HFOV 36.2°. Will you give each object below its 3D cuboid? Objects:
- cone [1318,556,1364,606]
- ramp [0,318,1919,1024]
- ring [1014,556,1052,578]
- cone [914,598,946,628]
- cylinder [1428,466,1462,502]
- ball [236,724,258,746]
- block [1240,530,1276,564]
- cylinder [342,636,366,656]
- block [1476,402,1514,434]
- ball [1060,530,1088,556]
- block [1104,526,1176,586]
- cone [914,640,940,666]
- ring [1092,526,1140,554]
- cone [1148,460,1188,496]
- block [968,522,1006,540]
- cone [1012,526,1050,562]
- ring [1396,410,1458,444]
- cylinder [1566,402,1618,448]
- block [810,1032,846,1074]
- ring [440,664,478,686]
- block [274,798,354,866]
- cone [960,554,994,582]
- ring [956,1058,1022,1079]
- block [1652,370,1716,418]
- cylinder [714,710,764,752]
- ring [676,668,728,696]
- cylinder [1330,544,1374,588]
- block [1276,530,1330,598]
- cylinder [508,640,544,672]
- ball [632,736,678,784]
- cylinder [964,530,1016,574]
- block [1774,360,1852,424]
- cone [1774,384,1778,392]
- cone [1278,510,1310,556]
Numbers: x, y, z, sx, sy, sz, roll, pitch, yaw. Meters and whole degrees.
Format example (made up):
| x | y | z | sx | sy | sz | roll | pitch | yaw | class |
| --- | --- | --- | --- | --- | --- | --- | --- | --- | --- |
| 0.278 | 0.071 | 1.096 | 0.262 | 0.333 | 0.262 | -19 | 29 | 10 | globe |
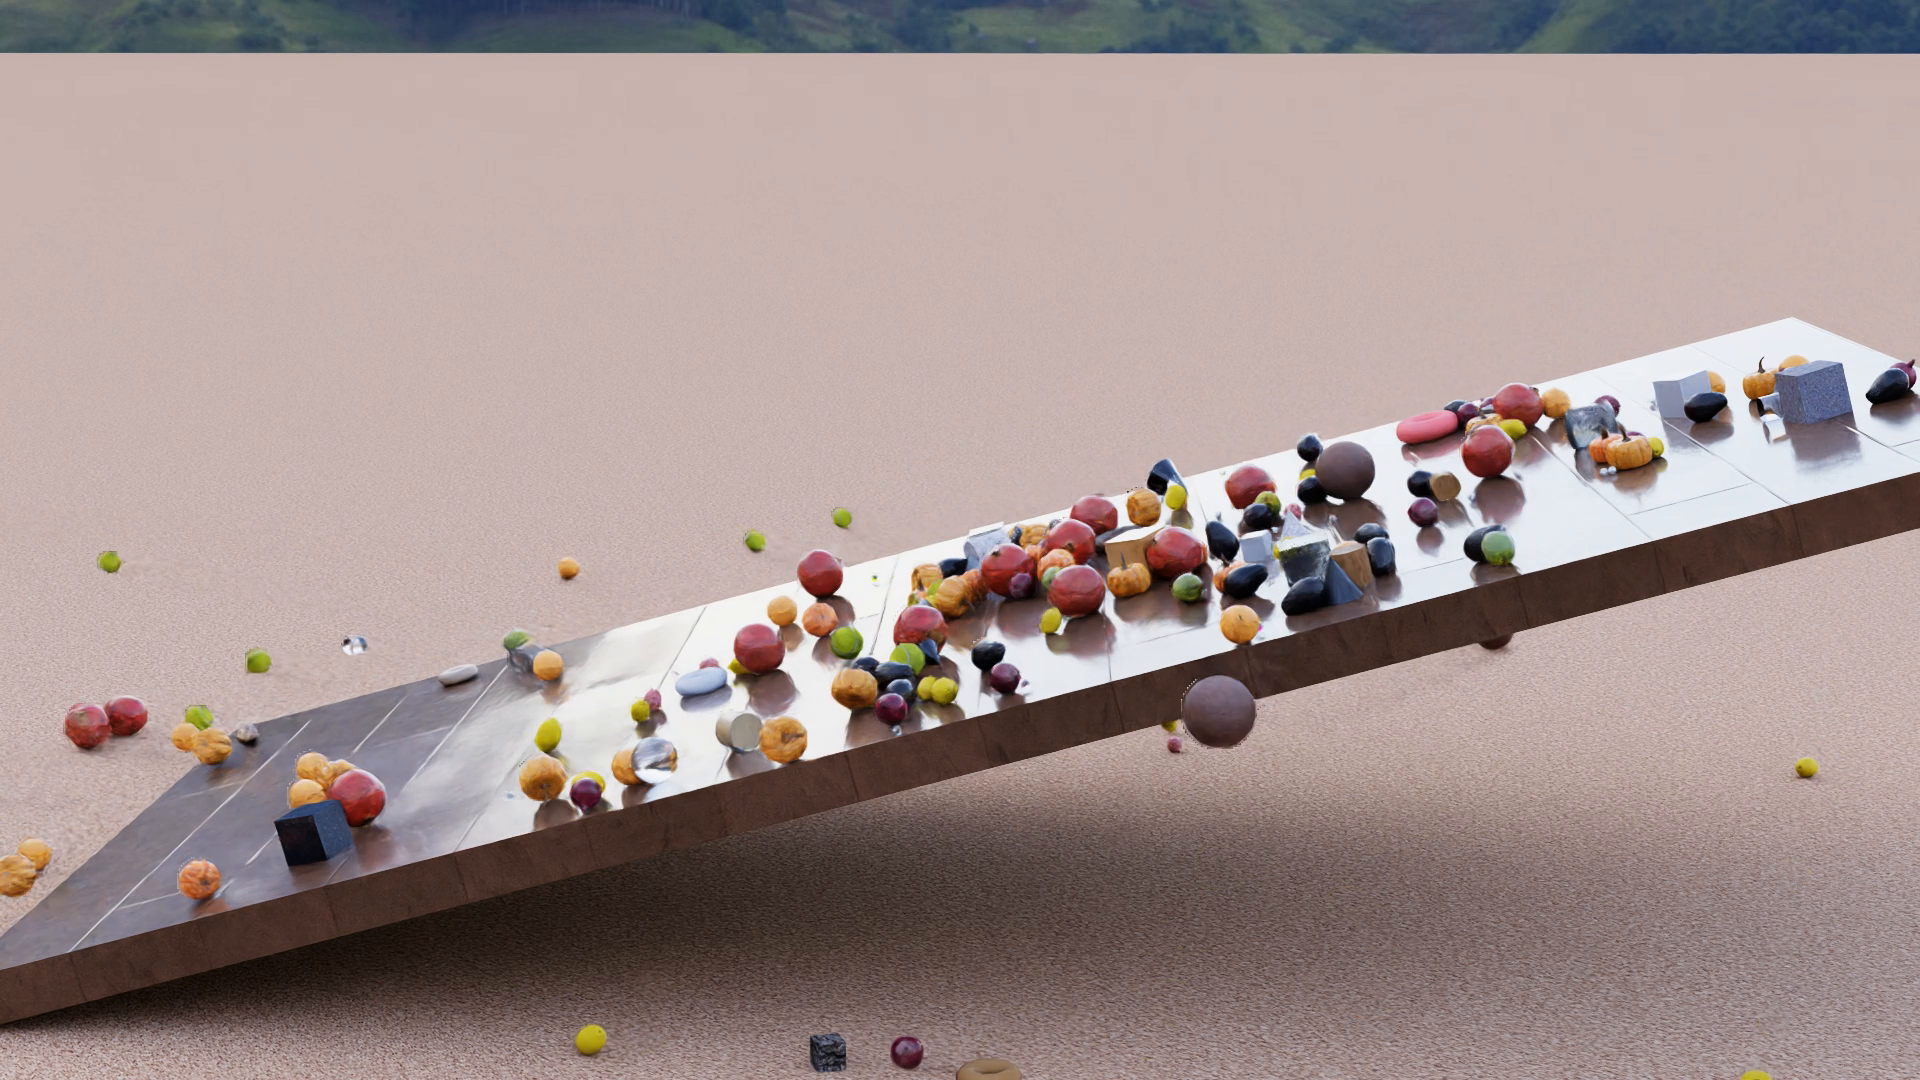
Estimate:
| x | y | z | sx | sy | sz | roll | pitch | yaw | class |
| --- | --- | --- | --- | --- | --- | --- | --- | --- | --- |
| 0.697 | 0.069 | 5.462 | 0.085 | 0.085 | 0.085 | -15 | 9 | 3 | cone |
| 0.081 | 0.191 | 6.328 | 4.000 | 0.100 | 2.000 | -15 | 9 | 4 | ramp |
| 0.161 | 0.061 | 6.564 | 0.089 | 0.030 | 0.089 | -15 | 11 | 3 | ring |
| -0.056 | 0.161 | 6.328 | 0.064 | 0.064 | 0.064 | 10 | 5 | -27 | cone |
| 1.007 | -0.112 | 6.110 | 0.058 | 0.058 | 0.058 | -2 | 34 | -13 | cylinder |
| -1.734 | 0.474 | 7.157 | 0.052 | 0.052 | 0.052 | 0 | 10 | 0 | ball |
| 0.611 | 0.013 | 6.041 | 0.051 | 0.051 | 0.051 | -11 | 10 | 26 | block |
| -1.807 | 0.315 | 8.777 | 0.050 | 0.050 | 0.050 | 8 | 12 | 36 | cylinder |
| 1.229 | -0.280 | 6.749 | 0.054 | 0.054 | 0.054 | -6 | 13 | 45 | block |
| 0.256 | 0.006 | 6.626 | 0.062 | 0.062 | 0.062 | 0 | 10 | 0 | ball |
| 0.377 | 0.034 | 6.162 | 0.095 | 0.095 | 0.095 | -8 | 12 | 40 | block |
| -0.053 | 0.238 | 5.882 | 0.057 | 0.057 | 0.057 | -7 | 30 | -34 | cone |
| 0.353 | 0.000 | 6.571 | 0.120 | 0.040 | 0.120 | -19 | 8 | 3 | ring |
| 0.517 | -0.133 | 7.079 | 0.095 | 0.095 | 0.095 | -10 | 30 | -43 | cone |
| 0.071 | 0.013 | 6.836 | 0.081 | 0.081 | 0.081 | -14 | 9 | 6 | block |
| 0.166 | 0.019 | 6.758 | 0.094 | 0.094 | 0.094 | 11 | 9 | -6 | cone |
| 1.095 | -0.265 | 6.895 | 0.150 | 0.050 | 0.150 | -14 | 10 | 3 | ring |
| 1.341 | -0.243 | 6.246 | 0.087 | 0.087 | 0.087 | -11 | 4 | 27 | cylinder |
| -0.239 | 0.928 | 5.322 | 0.053 | 0.053 | 0.053 | -3 | 11 | -18 | block |
| -1.235 | 0.332 | 7.241 | 0.098 | 0.033 | 0.098 | -16 | 8 | 2 | ring |
| -1.250 | 0.566 | 5.692 | 0.093 | 0.093 | 0.093 | -11 | 10 | 24 | block |
| 0.052 | 0.078 | 6.626 | 0.074 | 0.074 | 0.074 | 28 | 6 | -10 | cone |
| 0.051 | 0.953 | 5.220 | 0.117 | 0.039 | 0.117 | -1 | 10 | 0 | ring |
| 1.557 | -0.315 | 6.327 | 0.083 | 0.083 | 0.083 | -20 | 10 | -26 | block |
| -0.419 | 0.363 | 5.596 | 0.072 | 0.072 | 0.072 | -5 | 4 | -27 | cylinder |
| -0.552 | 0.302 | 6.278 | 0.116 | 0.039 | 0.116 | -14 | 9 | 2 | ring |
| 0.739 | 0.051 | 5.550 | 0.070 | 0.070 | 0.070 | -15 | 9 | 3 | cylinder |
| 0.665 | 0.046 | 5.621 | 0.094 | 0.094 | 0.094 | -15 | 9 | 6 | block |
| -1.051 | 0.283 | 7.132 | 0.062 | 0.062 | 0.062 | 5 | 18 | 27 | cylinder |
| -0.571 | 0.412 | 5.502 | 0.088 | 0.088 | 0.088 | 0 | 10 | 0 | ball |
| 0.068 | 0.032 | 6.706 | 0.088 | 0.088 | 0.088 | -19 | 16 | -19 | cylinder |
| 1.715 | -0.298 | 5.912 | 0.100 | 0.100 | 0.100 | -17 | 9 | -8 | block |
| 1.685 | -0.296 | 6.042 | 0.071 | 0.071 | 0.071 | -15 | 9 | 3 | cone |
| 0.682 | -0.023 | 6.024 | 0.088 | 0.088 | 0.088 | -15 | 9 | 3 | cone |
